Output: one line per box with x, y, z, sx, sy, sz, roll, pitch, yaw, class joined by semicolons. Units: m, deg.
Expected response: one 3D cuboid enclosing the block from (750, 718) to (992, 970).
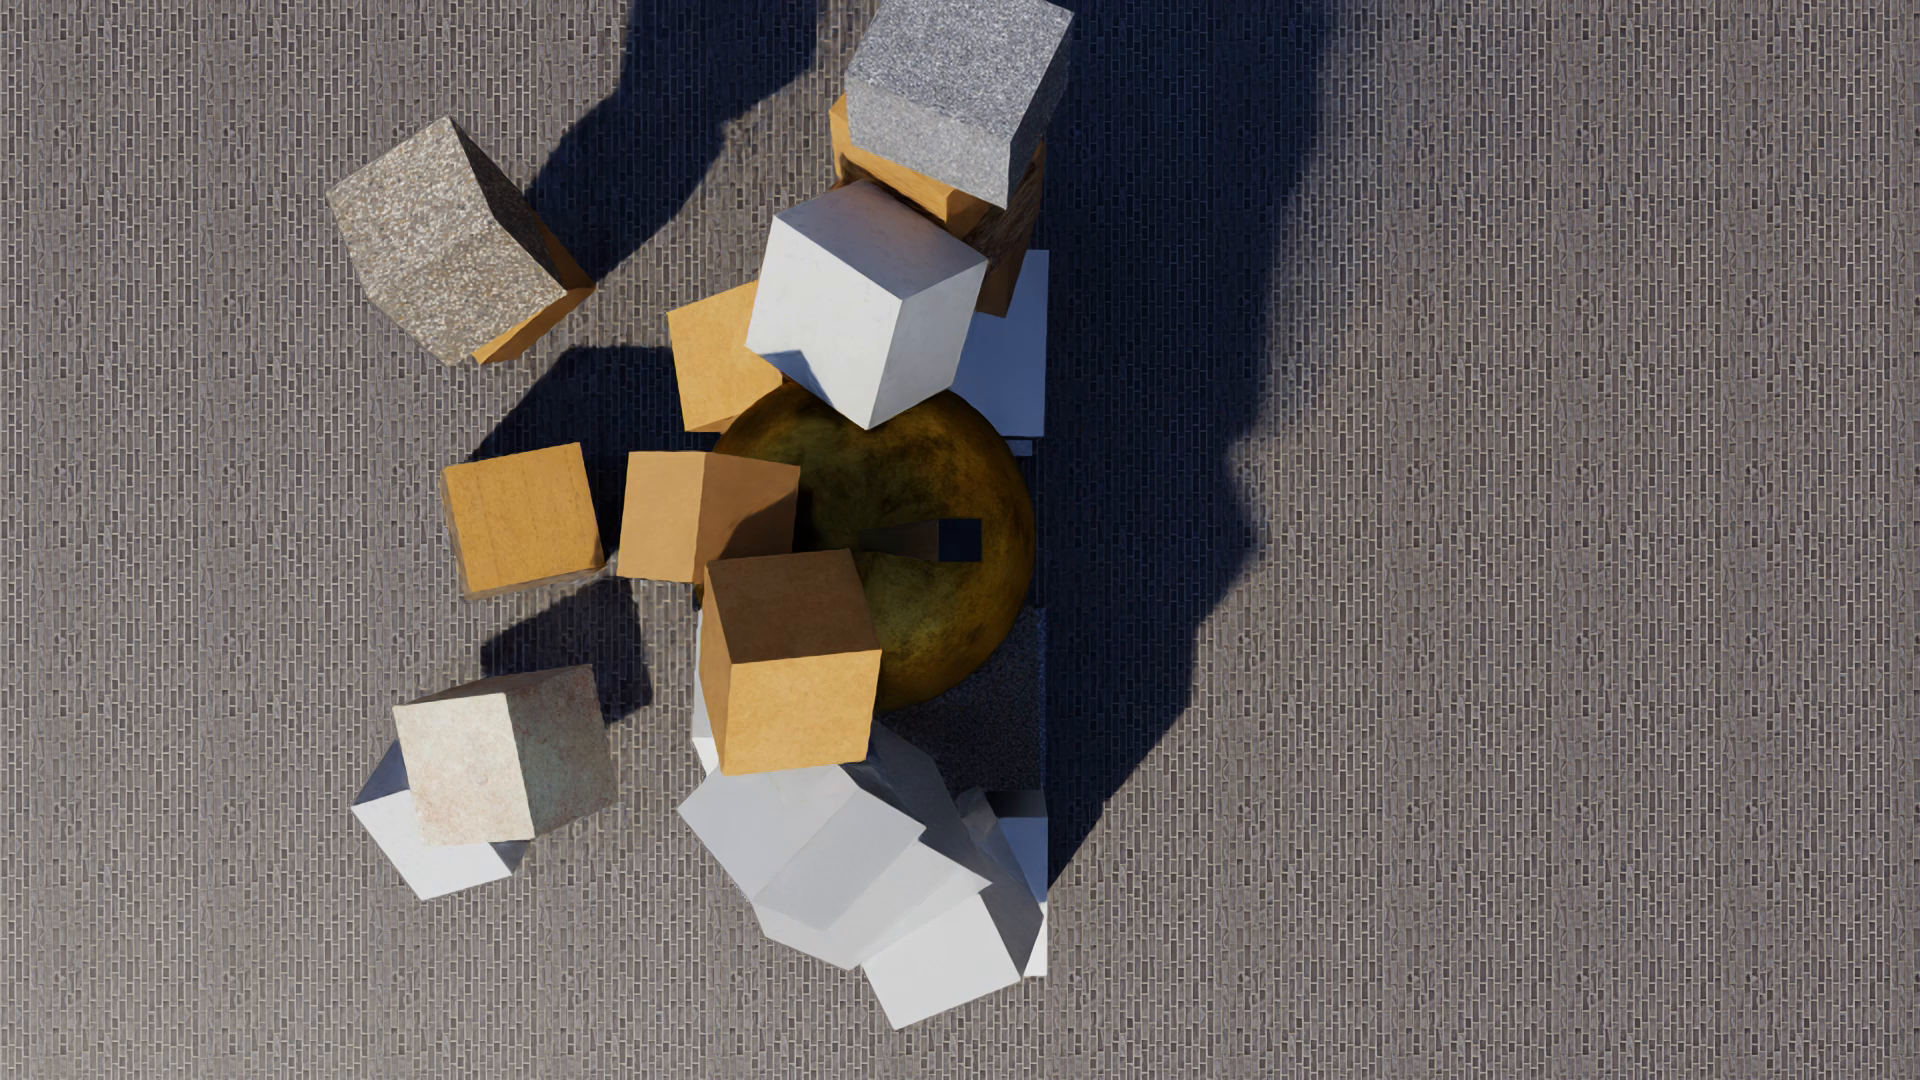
-0.491;1.383;10.048;0.809;0.849;0.709;-33;60;9;block

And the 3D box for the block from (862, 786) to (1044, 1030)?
-0.106;1.800;10.855;0.686;0.831;0.761;-24;96;14;block

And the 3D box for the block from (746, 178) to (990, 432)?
-0.409;-1.023;9.495;0.718;0.592;0.678;35;131;22;block

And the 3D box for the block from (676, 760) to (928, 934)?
-0.662;1.179;9.311;0.636;0.684;0.555;-46;59;1;block

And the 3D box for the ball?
-0.447;0.000;10.079;1.600;1.600;1.600;0;90;0;ball

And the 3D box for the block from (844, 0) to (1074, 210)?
-0.002;-1.881;9.003;0.720;0.608;0.628;24;75;7;block

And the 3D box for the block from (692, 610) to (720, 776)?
-0.963;0.826;11.359;0.696;0.705;0.715;-3;61;3;block

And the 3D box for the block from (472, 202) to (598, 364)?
-2.516;-1.436;12.065;0.632;0.629;0.667;-39;92;9;block

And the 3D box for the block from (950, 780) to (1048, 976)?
-0.019;1.788;11.762;0.940;0.859;0.837;0;97;0;block

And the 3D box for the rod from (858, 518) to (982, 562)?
-0.194;0.000;6.688;0.080;5.200;0.080;0;90;-4;rod

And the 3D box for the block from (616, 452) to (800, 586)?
-1.053;-0.077;9.198;0.483;0.556;0.530;8;87;-41;block

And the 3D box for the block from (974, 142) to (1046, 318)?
-0.002;-1.611;10.891;0.681;0.681;0.661;16;74;4;block

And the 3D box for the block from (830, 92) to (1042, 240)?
-0.095;-1.786;9.610;0.641;0.611;0.672;38;77;10;block

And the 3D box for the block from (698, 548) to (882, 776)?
-0.699;0.492;8.865;0.591;0.571;0.655;-5;135;-16;block

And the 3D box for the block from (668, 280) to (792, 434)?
-0.967;-0.915;11.129;0.671;0.660;0.614;-14;82;35;block

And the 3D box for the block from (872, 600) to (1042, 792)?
-0.045;0.815;11.663;0.890;0.969;0.935;-2;90;0;block

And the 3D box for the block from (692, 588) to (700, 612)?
-1.018;-0.067;12.322;0.889;0.938;0.854;-4;89;1;block

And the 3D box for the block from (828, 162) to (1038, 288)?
-0.118;-1.536;10.182;0.673;0.628;0.671;37;77;10;block

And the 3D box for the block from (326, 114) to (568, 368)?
-2.548;-1.478;10.948;0.719;0.741;0.734;-31;61;5;block

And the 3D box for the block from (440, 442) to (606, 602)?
-2.496;-0.094;12.514;0.752;0.761;0.704;-12;88;-15;block

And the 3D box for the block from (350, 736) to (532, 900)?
-2.788;1.433;12.195;0.634;0.727;0.701;-18;117;23;block

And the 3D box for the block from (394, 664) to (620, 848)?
-2.260;1.075;10.999;0.719;0.681;0.718;-9;95;29;block

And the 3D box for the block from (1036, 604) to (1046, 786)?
-0.014;0.868;12.574;0.973;0.852;0.991;0;90;0;block

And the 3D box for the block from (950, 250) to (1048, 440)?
-0.039;-1.029;11.716;0.960;0.986;0.952;2;91;0;block

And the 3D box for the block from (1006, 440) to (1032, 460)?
-0.014;-0.926;12.611;0.828;0.778;0.911;0;90;0;block
